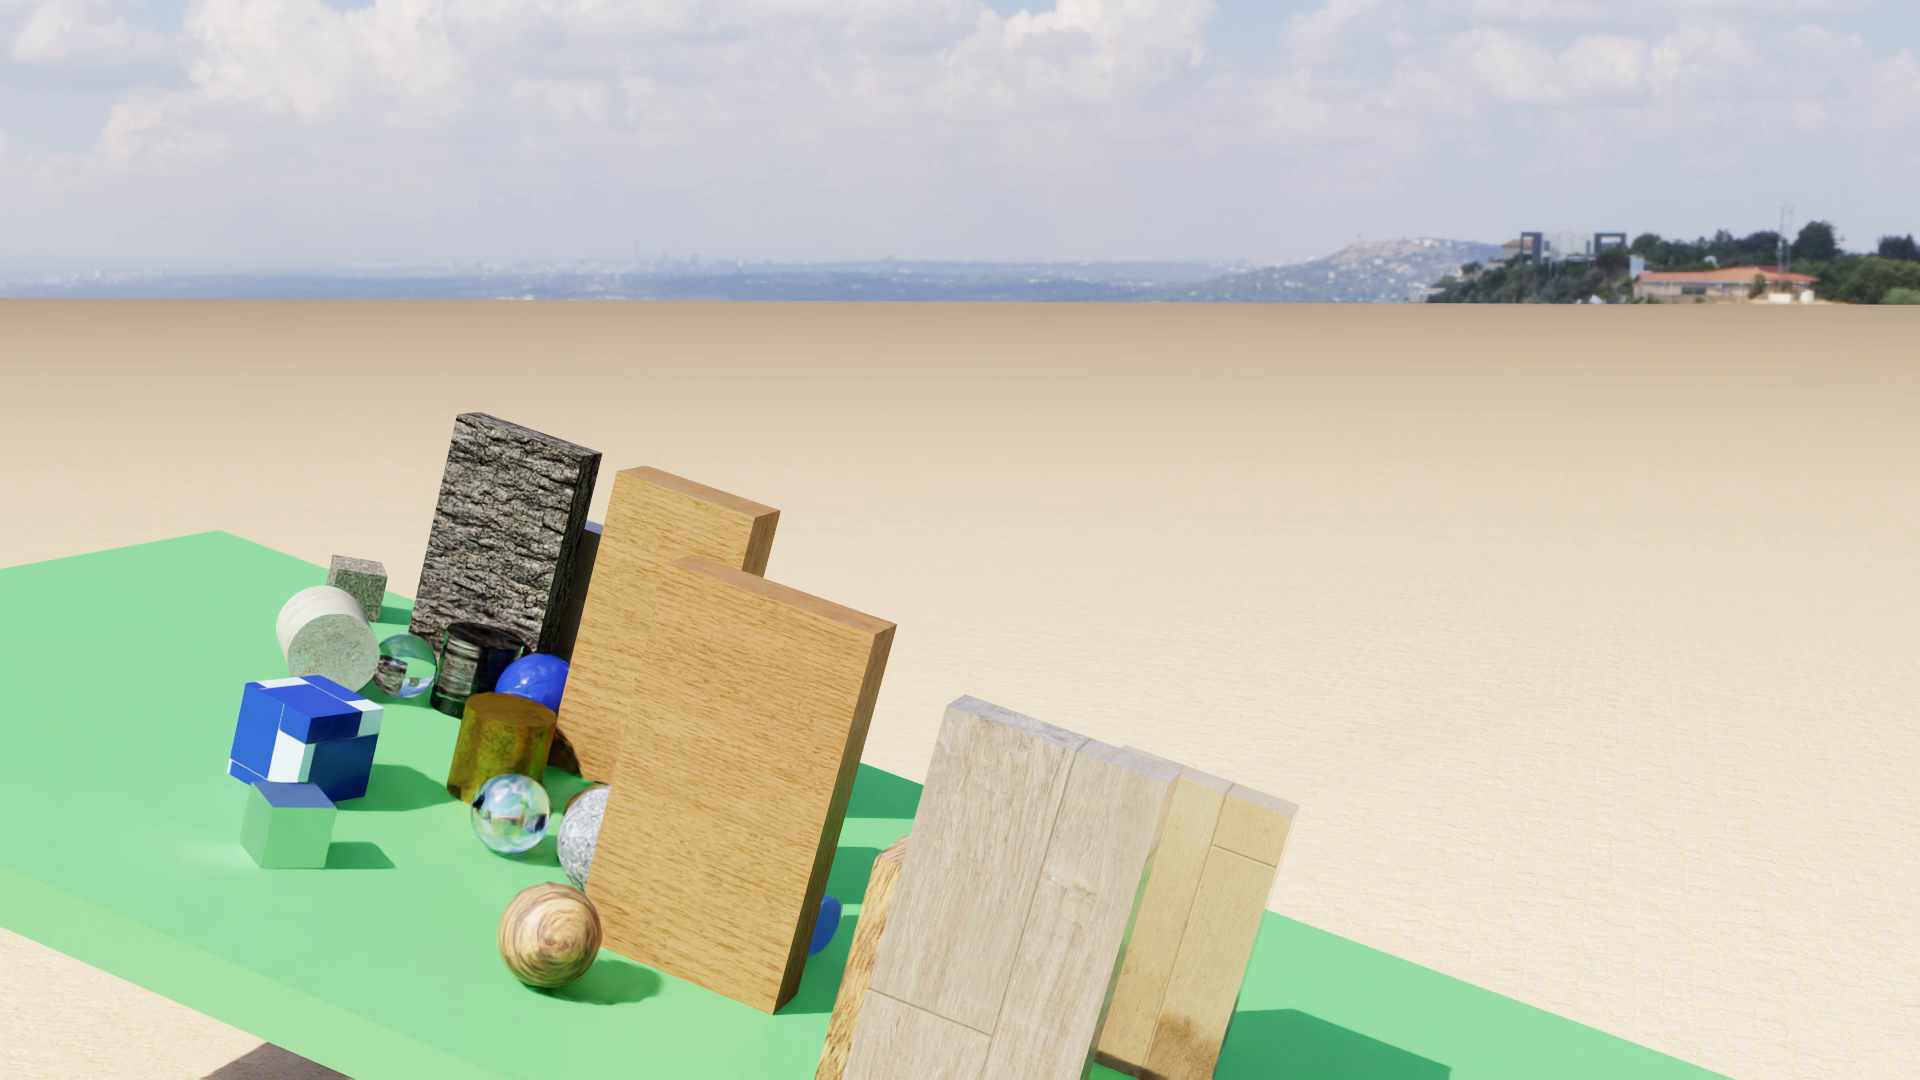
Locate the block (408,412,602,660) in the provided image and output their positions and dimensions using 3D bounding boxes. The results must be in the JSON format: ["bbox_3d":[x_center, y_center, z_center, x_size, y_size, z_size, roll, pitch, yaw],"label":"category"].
[{"bbox_3d":[-1.032,0.049,4.936,0.316,0.603,0.099,18,12,14],"label":"block"}]

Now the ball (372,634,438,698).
[{"bbox_3d":[-1.211,0.274,4.785,0.143,0.143,0.143,0,7,0],"label":"ball"}]

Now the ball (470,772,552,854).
[{"bbox_3d":[-0.839,0.511,4.112,0.151,0.151,0.151,0,7,0],"label":"ball"}]

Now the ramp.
[{"bbox_3d":[-0.379,0.743,4.241,4.000,0.100,2.000,18,12,14],"label":"ramp"}]

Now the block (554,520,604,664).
[{"bbox_3d":[-0.746,0.210,5.048,0.409,0.404,0.089,18,12,14],"label":"block"}]

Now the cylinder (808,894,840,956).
[{"bbox_3d":[-0.299,0.692,4.053,0.112,0.112,0.112,21,16,25],"label":"cylinder"}]

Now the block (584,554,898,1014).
[{"bbox_3d":[-0.390,0.417,3.778,0.387,0.692,0.114,18,12,14],"label":"block"}]

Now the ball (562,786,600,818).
[{"bbox_3d":[-0.689,0.539,4.199,0.141,0.141,0.141,0,7,0],"label":"ball"}]

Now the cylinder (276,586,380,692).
[{"bbox_3d":[-1.362,0.218,4.733,0.190,0.190,0.190,-3,18,-23],"label":"cylinder"}]

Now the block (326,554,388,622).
[{"bbox_3d":[-1.454,0.117,5.287,0.118,0.118,0.118,10,12,-24],"label":"block"}]

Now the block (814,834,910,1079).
[{"bbox_3d":[0.008,0.735,3.495,0.373,0.406,0.144,18,12,14],"label":"block"}]

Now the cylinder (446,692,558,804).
[{"bbox_3d":[-0.911,0.421,4.372,0.182,0.182,0.182,15,11,-3],"label":"cylinder"}]

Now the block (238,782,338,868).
[{"bbox_3d":[-1.171,0.496,3.831,0.114,0.114,0.114,6,14,-38],"label":"block"}]

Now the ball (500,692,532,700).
[{"bbox_3d":[-0.934,0.392,4.553,0.155,0.155,0.155,0,7,0],"label":"ball"}]

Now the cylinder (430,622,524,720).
[{"bbox_3d":[-1.061,0.291,4.831,0.172,0.172,0.172,15,11,-3],"label":"cylinder"}]

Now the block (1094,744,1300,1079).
[{"bbox_3d":[0.360,0.677,3.890,0.327,0.546,0.091,18,12,14],"label":"block"}]

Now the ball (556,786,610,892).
[{"bbox_3d":[-0.632,0.554,4.027,0.209,0.209,0.209,0,7,0],"label":"ball"}]

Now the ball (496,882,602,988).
[{"bbox_3d":[-0.674,0.648,3.610,0.172,0.172,0.172,0,7,0],"label":"ball"}]

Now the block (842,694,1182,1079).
[{"bbox_3d":[0.049,0.633,3.165,0.332,0.750,0.093,18,12,14],"label":"block"}]

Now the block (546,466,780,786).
[{"bbox_3d":[-0.623,0.205,4.604,0.316,0.649,0.142,18,12,14],"label":"block"}]

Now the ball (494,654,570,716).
[{"bbox_3d":[-0.907,0.341,4.741,0.193,0.193,0.193,0,7,0],"label":"ball"}]

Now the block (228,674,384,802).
[{"bbox_3d":[-1.234,0.378,4.149,0.181,0.181,0.181,22,13,29],"label":"block"}]
